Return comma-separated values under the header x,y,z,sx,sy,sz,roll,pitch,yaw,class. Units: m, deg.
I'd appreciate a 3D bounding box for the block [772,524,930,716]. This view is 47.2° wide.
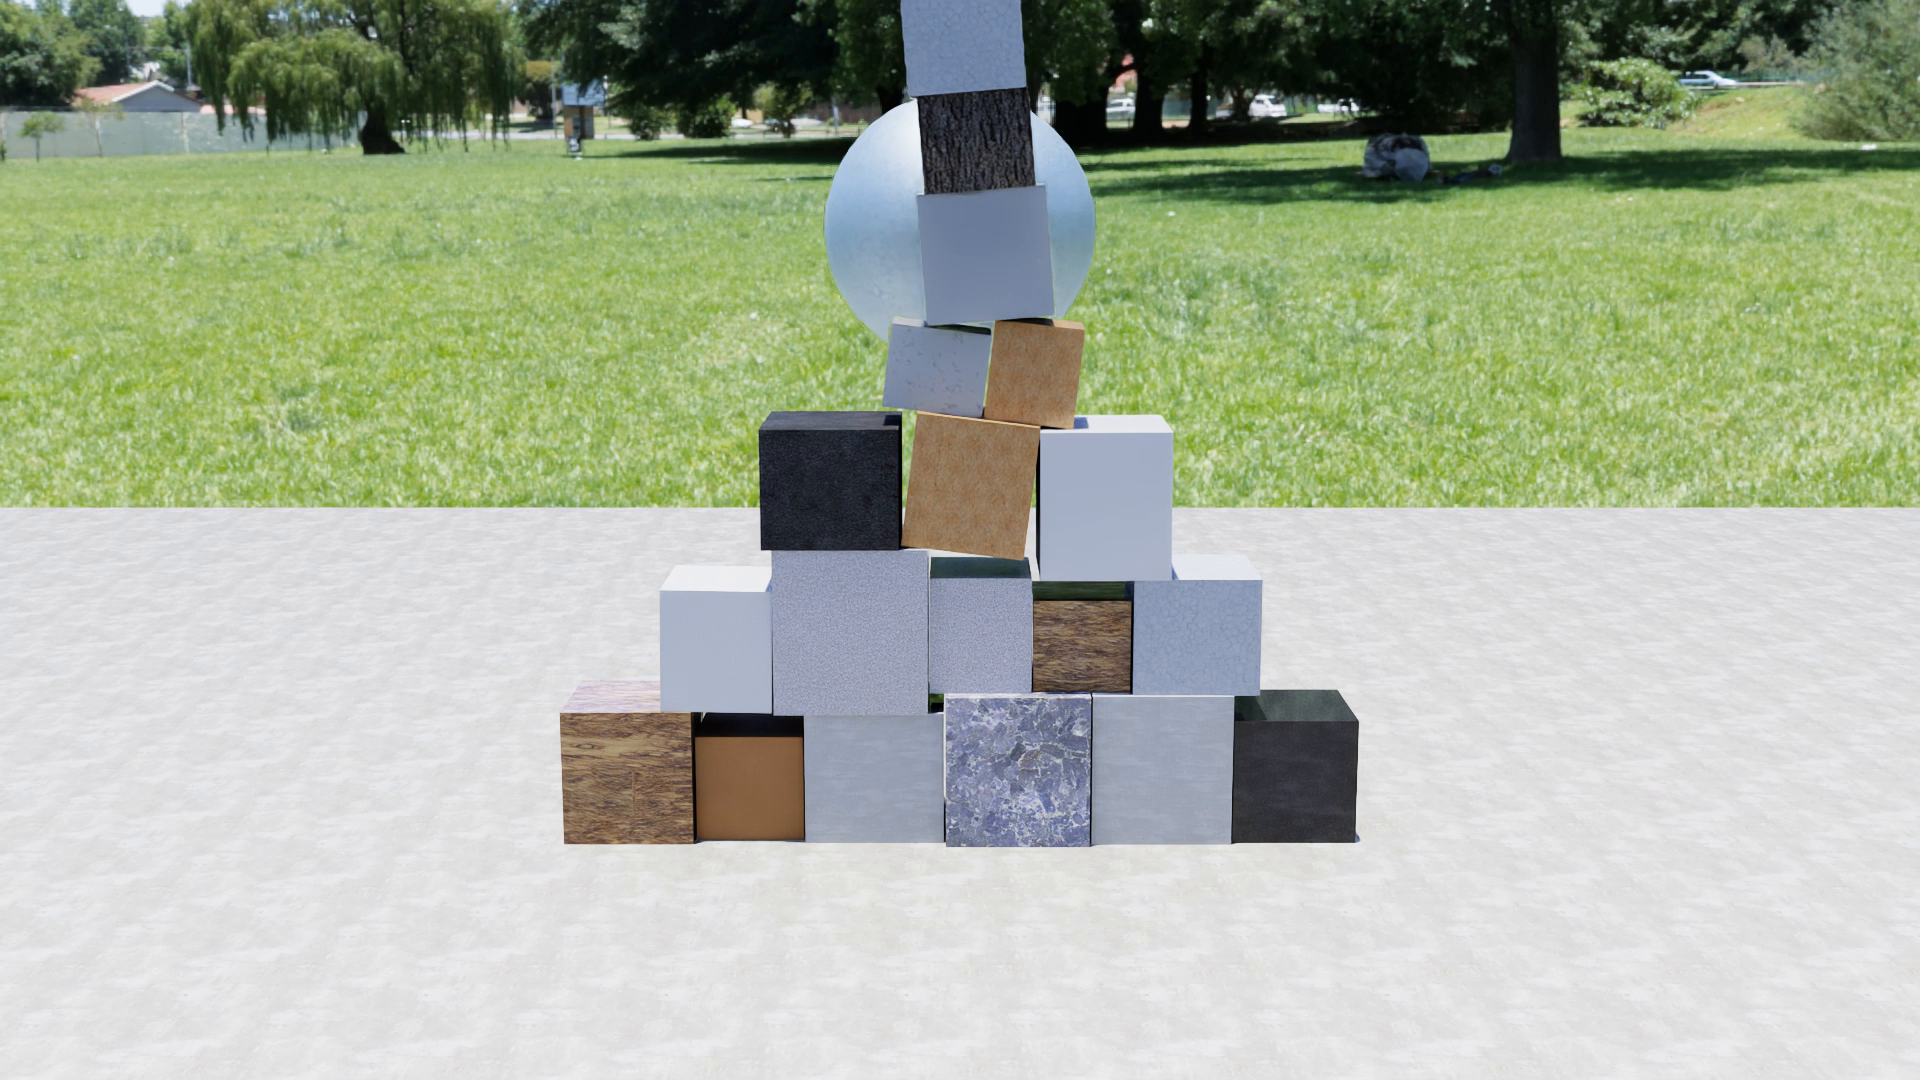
x,y,z,sx,sy,sz,roll,pitch,yaw,class
-0.546,0.397,11.271,0.770,0.840,0.738,0,10,0,block

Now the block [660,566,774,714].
x,y,z,sx,sy,sz,roll,pitch,yaw,class
-1.215,0.500,11.260,0.557,0.620,0.646,1,10,0,block

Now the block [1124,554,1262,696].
x,y,z,sx,sy,sz,roll,pitch,yaw,class
1.182,0.427,11.267,0.634,0.590,0.671,0,10,0,block

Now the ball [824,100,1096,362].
x,y,z,sx,sy,sz,roll,pitch,yaw,class
0.000,-1.829,12.956,1.600,1.600,1.600,0,10,0,ball

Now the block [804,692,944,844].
x,y,z,sx,sy,sz,roll,pitch,yaw,class
-0.432,1.143,11.396,0.700,0.673,0.662,0,10,0,block

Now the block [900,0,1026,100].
x,y,z,sx,sy,sz,roll,pitch,yaw,class
0.016,-2.475,10.715,0.568,0.586,0.551,-4,10,2,block

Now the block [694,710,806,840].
x,y,z,sx,sy,sz,roll,pitch,yaw,class
-1.064,1.210,11.403,0.544,0.540,0.558,0,10,0,block

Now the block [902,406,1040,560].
x,y,z,sx,sy,sz,roll,pitch,yaw,class
0.052,-0.317,11.132,0.610,0.663,0.648,7,10,-1,block

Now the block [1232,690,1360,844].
x,y,z,sx,sy,sz,roll,pitch,yaw,class
1.689,1.163,11.394,0.623,0.636,0.653,0,10,0,block

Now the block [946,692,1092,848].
x,y,z,sx,sy,sz,roll,pitch,yaw,class
0.290,1.099,11.365,0.724,0.772,0.753,0,10,0,block

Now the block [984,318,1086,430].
x,y,z,sx,sy,sz,roll,pitch,yaw,class
0.371,-0.854,11.035,0.443,0.493,0.470,7,10,0,block

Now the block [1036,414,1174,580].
x,y,z,sx,sy,sz,roll,pitch,yaw,class
0.720,-0.224,11.139,0.649,0.738,0.687,0,10,0,block

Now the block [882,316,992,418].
x,y,z,sx,sy,sz,roll,pitch,yaw,class
-0.115,-0.869,11.022,0.496,0.412,0.423,7,10,-1,block

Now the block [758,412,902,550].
x,y,z,sx,sy,sz,roll,pitch,yaw,class
-0.642,-0.310,11.136,0.680,0.599,0.752,0,10,0,block

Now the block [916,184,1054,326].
x,y,z,sx,sy,sz,roll,pitch,yaw,class
0.128,-1.426,10.934,0.624,0.630,0.560,-5,10,1,block

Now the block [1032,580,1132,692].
x,y,z,sx,sy,sz,roll,pitch,yaw,class
0.611,0.489,11.260,0.487,0.466,0.509,0,10,0,block

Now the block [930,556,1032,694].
x,y,z,sx,sy,sz,roll,pitch,yaw,class
0.103,0.429,11.250,0.509,0.588,0.578,0,10,0,block

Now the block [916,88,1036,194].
x,y,z,sx,sy,sz,roll,pitch,yaw,class
0.082,-1.959,10.802,0.536,0.468,0.520,-4,10,1,block

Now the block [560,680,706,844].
x,y,z,sx,sy,sz,roll,pitch,yaw,class
-1.673,1.141,11.372,0.654,0.687,0.667,0,10,0,block

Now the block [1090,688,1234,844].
x,y,z,sx,sy,sz,roll,pitch,yaw,class
1.015,1.099,11.370,0.705,0.769,0.688,0,10,0,block
